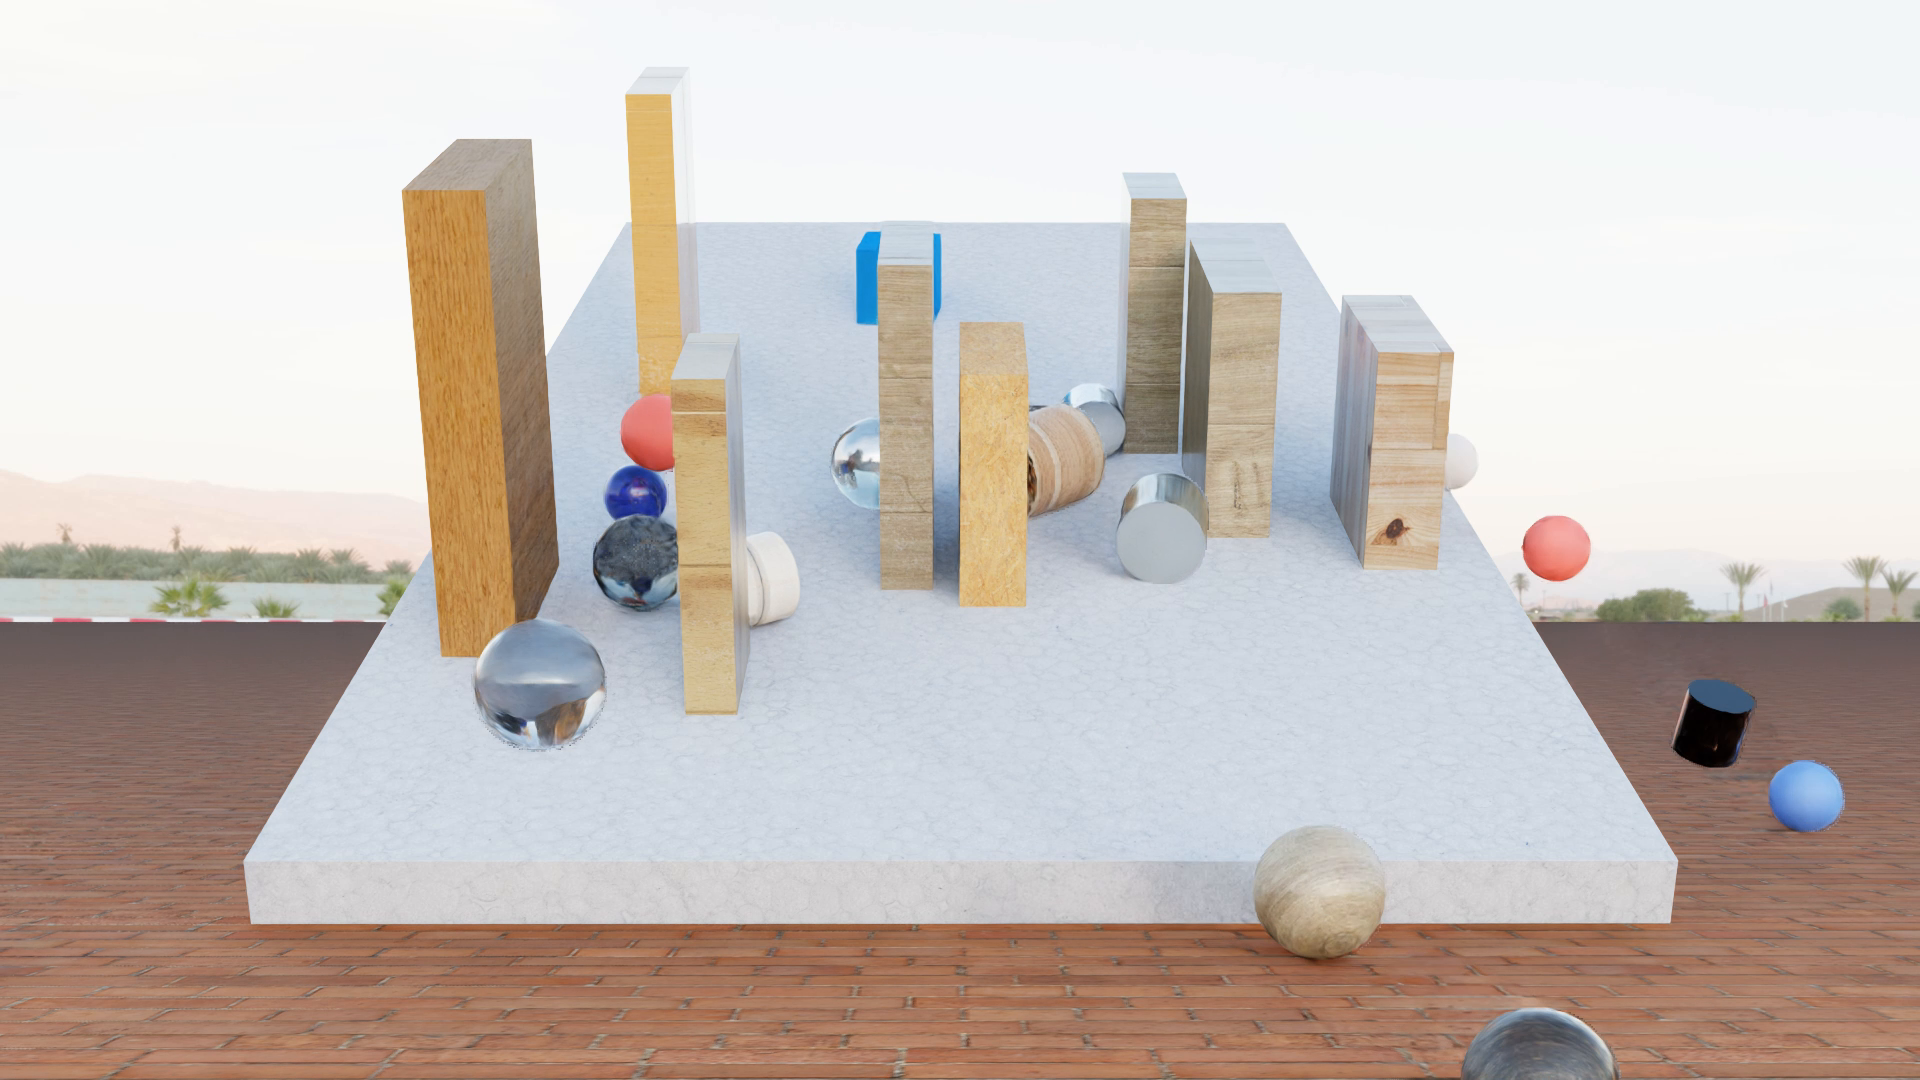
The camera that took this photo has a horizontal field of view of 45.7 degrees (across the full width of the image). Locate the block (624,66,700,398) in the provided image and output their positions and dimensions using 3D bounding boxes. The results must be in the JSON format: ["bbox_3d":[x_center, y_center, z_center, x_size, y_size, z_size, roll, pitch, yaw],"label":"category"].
[{"bbox_3d":[-0.665,-0.678,5.139,0.098,0.715,0.371,0,21,0],"label":"block"}]

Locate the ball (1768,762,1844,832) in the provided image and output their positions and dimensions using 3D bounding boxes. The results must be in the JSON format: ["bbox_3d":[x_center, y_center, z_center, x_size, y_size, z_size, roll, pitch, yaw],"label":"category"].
[{"bbox_3d":[1.696,0.515,4.568,0.141,0.141,0.141,0,-2,0],"label":"ball"}]

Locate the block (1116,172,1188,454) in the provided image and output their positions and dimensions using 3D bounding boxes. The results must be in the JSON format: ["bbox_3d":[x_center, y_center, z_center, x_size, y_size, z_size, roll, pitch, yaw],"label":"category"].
[{"bbox_3d":[0.406,-0.488,4.874,0.116,0.550,0.265,0,21,0],"label":"block"}]

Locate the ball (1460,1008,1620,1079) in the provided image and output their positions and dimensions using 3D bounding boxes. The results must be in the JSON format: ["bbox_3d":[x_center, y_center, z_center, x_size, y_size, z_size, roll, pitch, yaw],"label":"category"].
[{"bbox_3d":[0.459,0.432,1.801,0.123,0.123,0.123,0,-2,0],"label":"ball"}]

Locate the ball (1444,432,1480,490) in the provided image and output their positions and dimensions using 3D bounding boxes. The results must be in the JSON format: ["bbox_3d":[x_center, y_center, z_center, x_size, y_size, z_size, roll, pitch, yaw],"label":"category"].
[{"bbox_3d":[0.993,-0.159,4.618,0.117,0.117,0.117,0,-2,0],"label":"ball"}]

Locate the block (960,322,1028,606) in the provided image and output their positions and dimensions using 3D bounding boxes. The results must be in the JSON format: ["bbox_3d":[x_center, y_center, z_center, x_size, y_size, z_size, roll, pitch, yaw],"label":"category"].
[{"bbox_3d":[0.058,-0.142,4.127,0.117,0.429,0.340,0,21,0],"label":"block"}]

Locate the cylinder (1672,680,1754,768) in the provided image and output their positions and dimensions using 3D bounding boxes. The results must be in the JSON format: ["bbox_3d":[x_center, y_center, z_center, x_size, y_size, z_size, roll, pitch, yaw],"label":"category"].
[{"bbox_3d":[1.461,0.356,4.420,0.125,0.125,0.125,6,27,-3],"label":"cylinder"}]

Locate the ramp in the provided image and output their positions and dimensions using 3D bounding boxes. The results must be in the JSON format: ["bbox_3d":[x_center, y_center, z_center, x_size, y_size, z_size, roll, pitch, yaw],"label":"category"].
[{"bbox_3d":[-0.005,-0.212,5.062,2.000,0.100,4.000,0,21,0],"label":"ramp"}]

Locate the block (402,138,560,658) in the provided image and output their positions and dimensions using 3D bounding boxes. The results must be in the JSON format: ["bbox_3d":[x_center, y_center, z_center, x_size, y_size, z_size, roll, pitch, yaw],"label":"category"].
[{"bbox_3d":[-0.808,-0.250,3.893,0.130,0.794,0.429,0,21,0],"label":"block"}]

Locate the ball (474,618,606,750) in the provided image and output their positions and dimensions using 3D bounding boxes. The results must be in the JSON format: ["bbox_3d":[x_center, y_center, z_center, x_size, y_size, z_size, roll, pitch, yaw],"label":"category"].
[{"bbox_3d":[-0.643,0.221,3.488,0.200,0.200,0.200,0,-2,0],"label":"ball"}]

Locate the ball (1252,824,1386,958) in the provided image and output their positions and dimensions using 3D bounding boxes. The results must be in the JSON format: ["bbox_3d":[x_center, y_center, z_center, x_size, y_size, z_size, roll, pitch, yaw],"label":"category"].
[{"bbox_3d":[0.456,0.446,2.890,0.168,0.168,0.168,0,-2,0],"label":"ball"}]

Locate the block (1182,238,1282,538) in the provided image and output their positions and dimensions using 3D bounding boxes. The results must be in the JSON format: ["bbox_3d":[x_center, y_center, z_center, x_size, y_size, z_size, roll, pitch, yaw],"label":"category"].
[{"bbox_3d":[0.529,-0.308,4.490,0.127,0.484,0.439,0,21,0],"label":"block"}]

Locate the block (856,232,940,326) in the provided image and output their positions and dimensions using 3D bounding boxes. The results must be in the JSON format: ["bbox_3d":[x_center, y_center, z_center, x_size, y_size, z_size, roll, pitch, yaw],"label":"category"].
[{"bbox_3d":[-0.157,-0.672,5.862,0.195,0.195,0.195,2,21,5],"label":"block"}]

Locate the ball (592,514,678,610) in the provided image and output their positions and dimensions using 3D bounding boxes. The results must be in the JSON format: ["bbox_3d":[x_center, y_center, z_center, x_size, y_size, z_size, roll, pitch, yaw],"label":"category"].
[{"bbox_3d":[-0.561,0.038,3.995,0.168,0.168,0.168,0,-2,0],"label":"ball"}]

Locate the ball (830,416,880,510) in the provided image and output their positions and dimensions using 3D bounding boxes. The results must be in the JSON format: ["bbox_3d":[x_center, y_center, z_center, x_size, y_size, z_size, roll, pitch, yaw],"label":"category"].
[{"bbox_3d":[-0.162,-0.151,4.495,0.185,0.185,0.185,0,-2,0],"label":"ball"}]

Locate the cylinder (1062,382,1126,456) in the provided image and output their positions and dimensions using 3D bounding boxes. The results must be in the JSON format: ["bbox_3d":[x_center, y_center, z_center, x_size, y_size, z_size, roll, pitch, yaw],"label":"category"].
[{"bbox_3d":[0.282,-0.254,4.851,0.129,0.129,0.129,0,21,-2],"label":"cylinder"}]

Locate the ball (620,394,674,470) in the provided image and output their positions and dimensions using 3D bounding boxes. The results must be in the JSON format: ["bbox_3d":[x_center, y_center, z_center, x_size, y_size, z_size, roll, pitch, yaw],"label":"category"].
[{"bbox_3d":[-0.565,-0.202,4.269,0.144,0.144,0.144,0,-2,0],"label":"ball"}]

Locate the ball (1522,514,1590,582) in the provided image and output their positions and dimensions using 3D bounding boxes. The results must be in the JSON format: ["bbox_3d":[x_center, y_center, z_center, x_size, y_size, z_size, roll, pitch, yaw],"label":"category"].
[{"bbox_3d":[1.106,0.015,4.222,0.124,0.124,0.124,0,-2,0],"label":"ball"}]

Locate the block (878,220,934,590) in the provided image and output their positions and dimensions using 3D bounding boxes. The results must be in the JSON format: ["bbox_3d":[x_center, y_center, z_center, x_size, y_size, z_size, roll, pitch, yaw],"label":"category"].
[{"bbox_3d":[-0.096,-0.252,4.175,0.094,0.601,0.346,0,21,0],"label":"block"}]

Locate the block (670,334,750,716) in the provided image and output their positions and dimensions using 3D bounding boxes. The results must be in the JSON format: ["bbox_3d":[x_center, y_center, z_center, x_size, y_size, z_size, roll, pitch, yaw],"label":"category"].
[{"bbox_3d":[-0.396,-0.027,3.642,0.082,0.556,0.258,0,21,0],"label":"block"}]

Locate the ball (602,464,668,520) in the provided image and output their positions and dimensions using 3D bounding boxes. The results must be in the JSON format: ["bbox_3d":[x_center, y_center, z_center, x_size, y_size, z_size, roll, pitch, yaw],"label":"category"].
[{"bbox_3d":[-0.628,-0.086,4.406,0.125,0.125,0.125,0,-2,0],"label":"ball"}]

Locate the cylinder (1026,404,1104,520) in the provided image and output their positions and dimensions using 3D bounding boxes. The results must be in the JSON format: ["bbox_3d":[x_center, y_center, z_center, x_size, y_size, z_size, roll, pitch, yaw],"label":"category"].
[{"bbox_3d":[0.145,-0.151,4.478,0.197,0.197,0.197,-20,12,-42],"label":"cylinder"}]

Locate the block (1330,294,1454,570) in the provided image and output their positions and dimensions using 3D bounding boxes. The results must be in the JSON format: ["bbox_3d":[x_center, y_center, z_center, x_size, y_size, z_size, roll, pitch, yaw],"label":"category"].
[{"bbox_3d":[0.815,-0.212,4.332,0.136,0.418,0.407,0,21,0],"label":"block"}]

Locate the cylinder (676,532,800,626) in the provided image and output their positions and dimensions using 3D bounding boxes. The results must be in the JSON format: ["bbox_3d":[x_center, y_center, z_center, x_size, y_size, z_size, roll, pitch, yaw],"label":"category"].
[{"bbox_3d":[-0.383,0.076,3.935,0.156,0.156,0.156,-14,6,-33],"label":"cylinder"}]

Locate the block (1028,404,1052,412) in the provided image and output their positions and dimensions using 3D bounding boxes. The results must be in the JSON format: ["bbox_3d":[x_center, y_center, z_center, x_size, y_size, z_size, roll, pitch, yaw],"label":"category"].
[{"bbox_3d":[0.150,-0.203,4.724,0.121,0.121,0.121,-3,21,-9],"label":"block"}]
